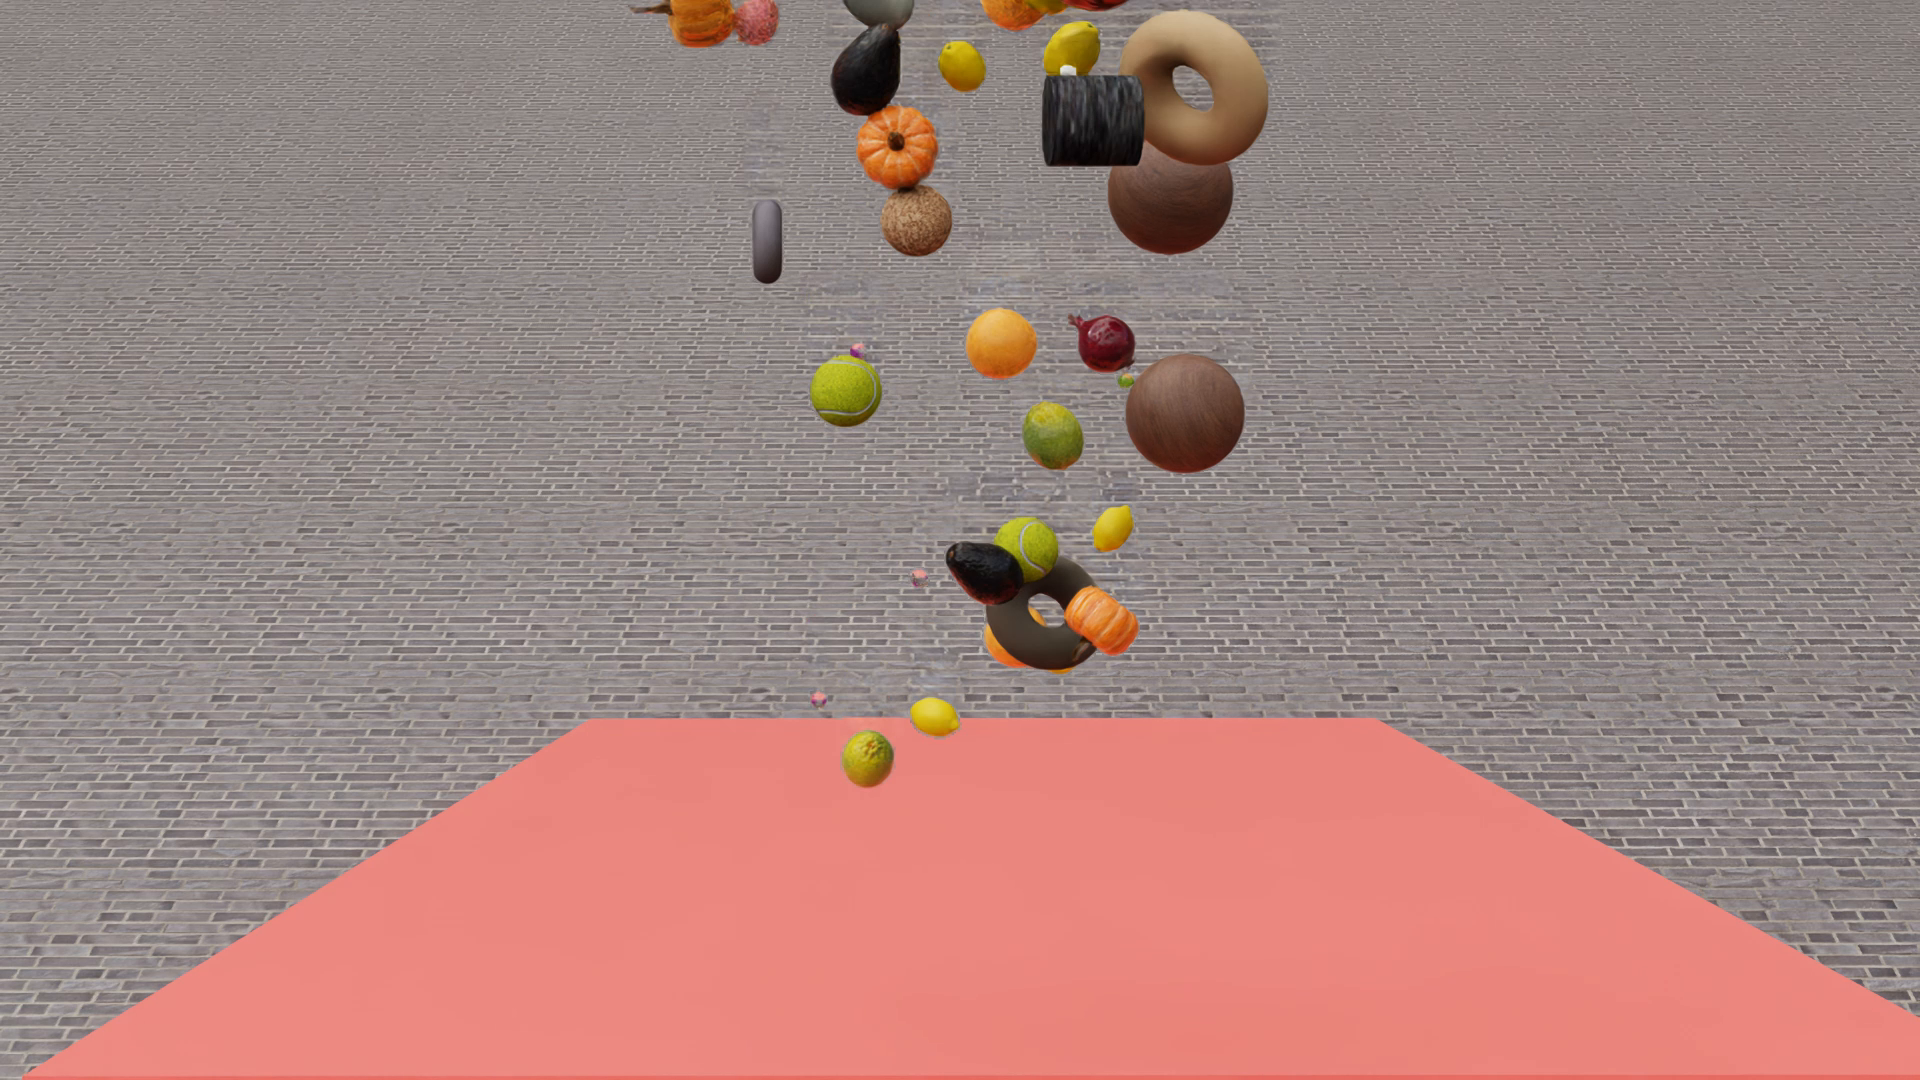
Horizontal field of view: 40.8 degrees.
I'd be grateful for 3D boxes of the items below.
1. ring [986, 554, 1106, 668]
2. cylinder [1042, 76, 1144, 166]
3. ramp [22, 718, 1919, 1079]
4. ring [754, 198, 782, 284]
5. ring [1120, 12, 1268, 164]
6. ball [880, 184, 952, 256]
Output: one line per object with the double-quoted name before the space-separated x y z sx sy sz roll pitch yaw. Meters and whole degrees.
"ring" 0.092 0.076 2.762 0.135 0.045 0.135 9 61 -16
"cylinder" 0.118 -0.375 2.312 0.080 0.080 0.080 -1 27 -6
"ramp" 0.060 0.545 4.581 2.000 0.100 4.000 0 1 0
"ring" -0.177 -0.274 2.368 0.026 0.078 0.078 0 27 -5
"ring" 0.212 -0.412 2.354 0.149 0.149 0.050 17 42 30
"ball" -0.040 -0.299 2.413 0.067 0.067 0.067 0 27 0
